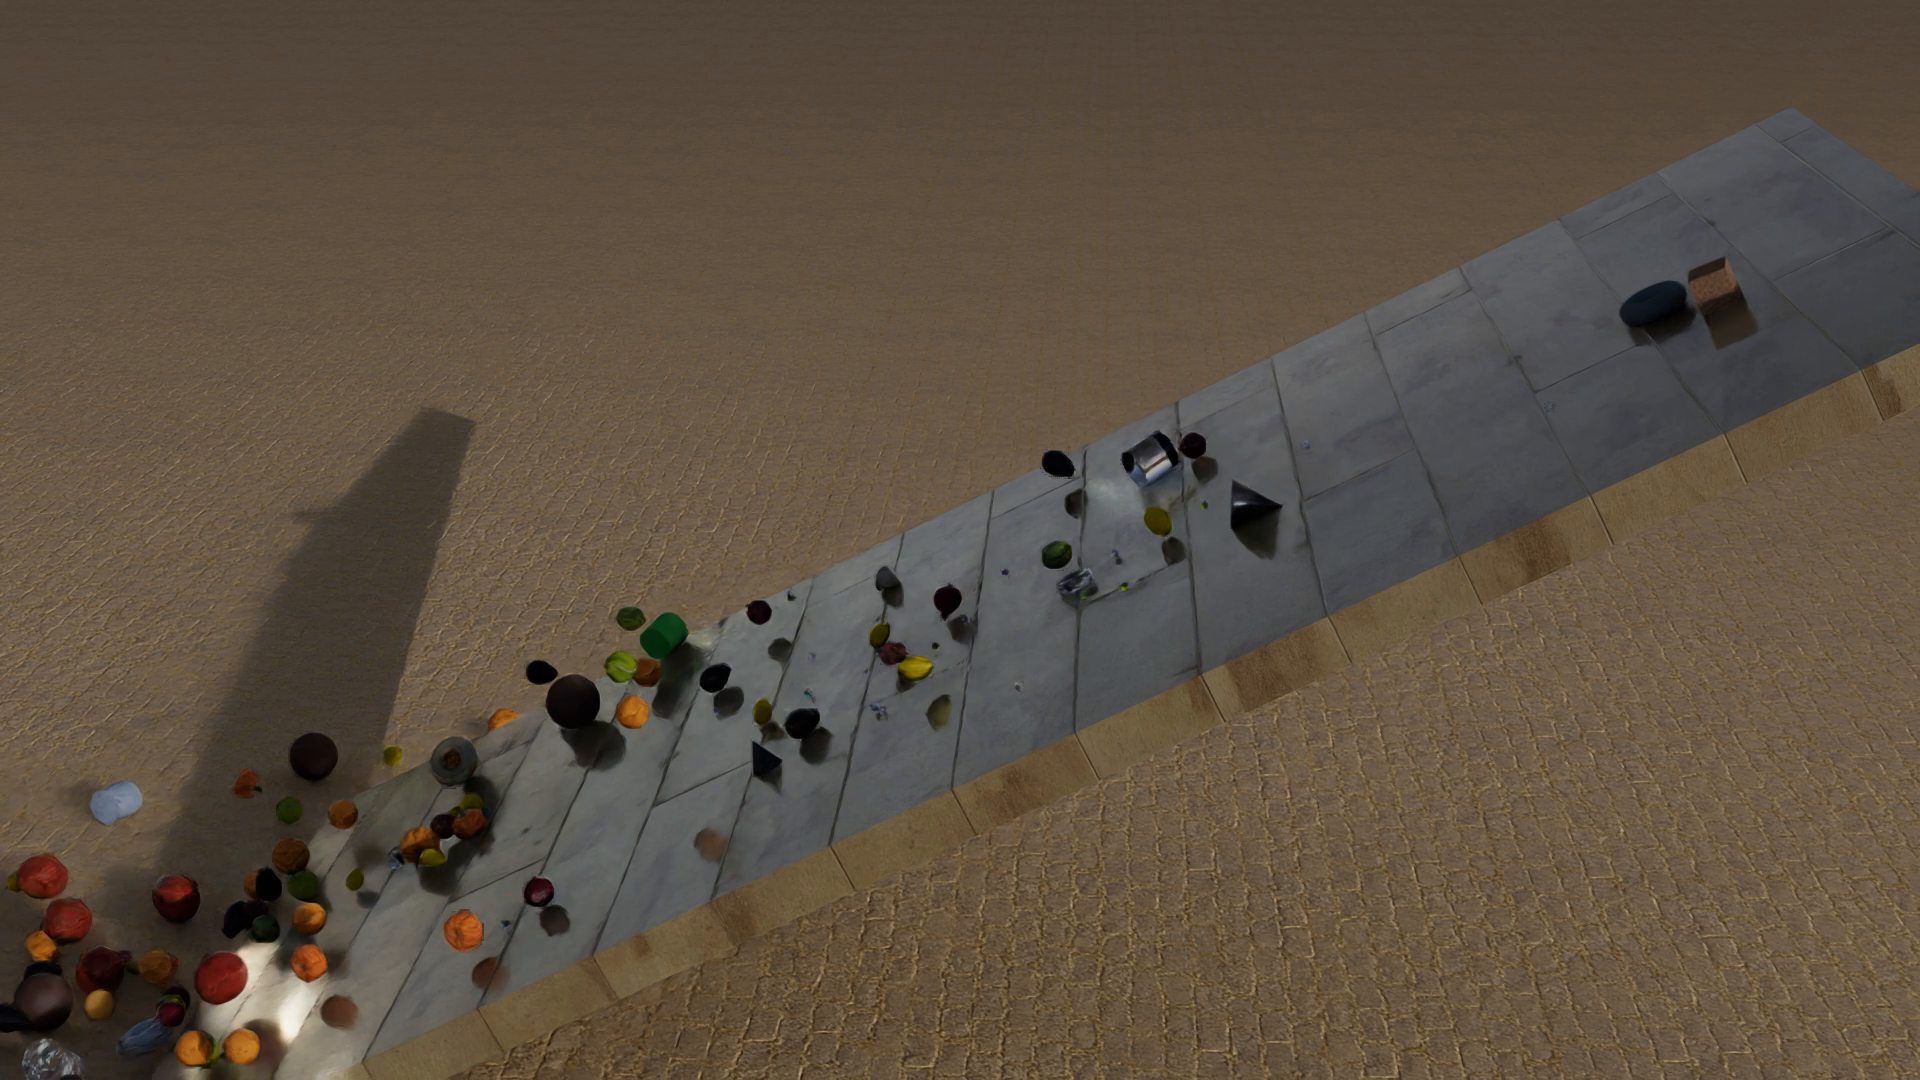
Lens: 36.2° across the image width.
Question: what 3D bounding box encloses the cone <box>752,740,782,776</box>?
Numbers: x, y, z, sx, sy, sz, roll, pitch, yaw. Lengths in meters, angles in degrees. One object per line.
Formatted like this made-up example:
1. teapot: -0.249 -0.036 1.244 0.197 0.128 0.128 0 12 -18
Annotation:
1. cone: -0.409 0.437 6.011 0.066 0.066 0.066 -26 14 7

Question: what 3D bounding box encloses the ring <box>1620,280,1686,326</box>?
1. ring: 1.389 -0.474 5.890 0.139 0.046 0.139 -27 12 7

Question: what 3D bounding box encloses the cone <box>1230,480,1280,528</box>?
1. cone: 0.601 -0.072 5.952 0.100 0.100 0.100 2 17 8

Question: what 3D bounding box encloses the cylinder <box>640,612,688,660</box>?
1. cylinder: -0.736 0.239 7.316 0.086 0.086 0.086 8 31 25

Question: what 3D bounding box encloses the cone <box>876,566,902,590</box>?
1. cone: -0.157 0.096 6.850 0.058 0.058 0.058 16 23 32

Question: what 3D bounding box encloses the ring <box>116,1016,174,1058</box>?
1. ring: -1.763 1.075 6.363 0.131 0.044 0.131 -24 12 6

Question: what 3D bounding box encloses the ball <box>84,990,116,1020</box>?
1. ball: -1.926 1.041 6.583 0.070 0.070 0.070 0 17 0

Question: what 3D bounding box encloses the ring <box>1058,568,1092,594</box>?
1. ring: 0.239 0.086 6.119 0.078 0.026 0.078 -28 13 7

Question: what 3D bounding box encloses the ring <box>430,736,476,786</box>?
1. ring: -1.219 0.532 7.074 0.123 0.123 0.041 8 -18 24

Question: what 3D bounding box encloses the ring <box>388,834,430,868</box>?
1. ring: -1.260 0.712 6.722 0.108 0.036 0.108 -28 13 7

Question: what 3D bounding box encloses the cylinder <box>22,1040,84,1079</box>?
1. cylinder: -1.916 1.112 6.214 0.093 0.093 0.093 5 -23 15

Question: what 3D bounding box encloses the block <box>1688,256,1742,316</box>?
1. block: 1.472 -0.495 5.741 0.076 0.076 0.076 -22 15 23

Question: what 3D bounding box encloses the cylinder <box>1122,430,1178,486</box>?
1. cylinder: 0.425 -0.181 6.587 0.092 0.092 0.092 -36 28 -13

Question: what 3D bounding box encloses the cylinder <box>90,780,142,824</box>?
1. cylinder: -2.209 0.686 7.700 0.093 0.093 0.093 7 14 22

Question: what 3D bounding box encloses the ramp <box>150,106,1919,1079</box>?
1. ramp: 0.139 0.168 6.281 4.000 0.100 2.000 -26 14 10
